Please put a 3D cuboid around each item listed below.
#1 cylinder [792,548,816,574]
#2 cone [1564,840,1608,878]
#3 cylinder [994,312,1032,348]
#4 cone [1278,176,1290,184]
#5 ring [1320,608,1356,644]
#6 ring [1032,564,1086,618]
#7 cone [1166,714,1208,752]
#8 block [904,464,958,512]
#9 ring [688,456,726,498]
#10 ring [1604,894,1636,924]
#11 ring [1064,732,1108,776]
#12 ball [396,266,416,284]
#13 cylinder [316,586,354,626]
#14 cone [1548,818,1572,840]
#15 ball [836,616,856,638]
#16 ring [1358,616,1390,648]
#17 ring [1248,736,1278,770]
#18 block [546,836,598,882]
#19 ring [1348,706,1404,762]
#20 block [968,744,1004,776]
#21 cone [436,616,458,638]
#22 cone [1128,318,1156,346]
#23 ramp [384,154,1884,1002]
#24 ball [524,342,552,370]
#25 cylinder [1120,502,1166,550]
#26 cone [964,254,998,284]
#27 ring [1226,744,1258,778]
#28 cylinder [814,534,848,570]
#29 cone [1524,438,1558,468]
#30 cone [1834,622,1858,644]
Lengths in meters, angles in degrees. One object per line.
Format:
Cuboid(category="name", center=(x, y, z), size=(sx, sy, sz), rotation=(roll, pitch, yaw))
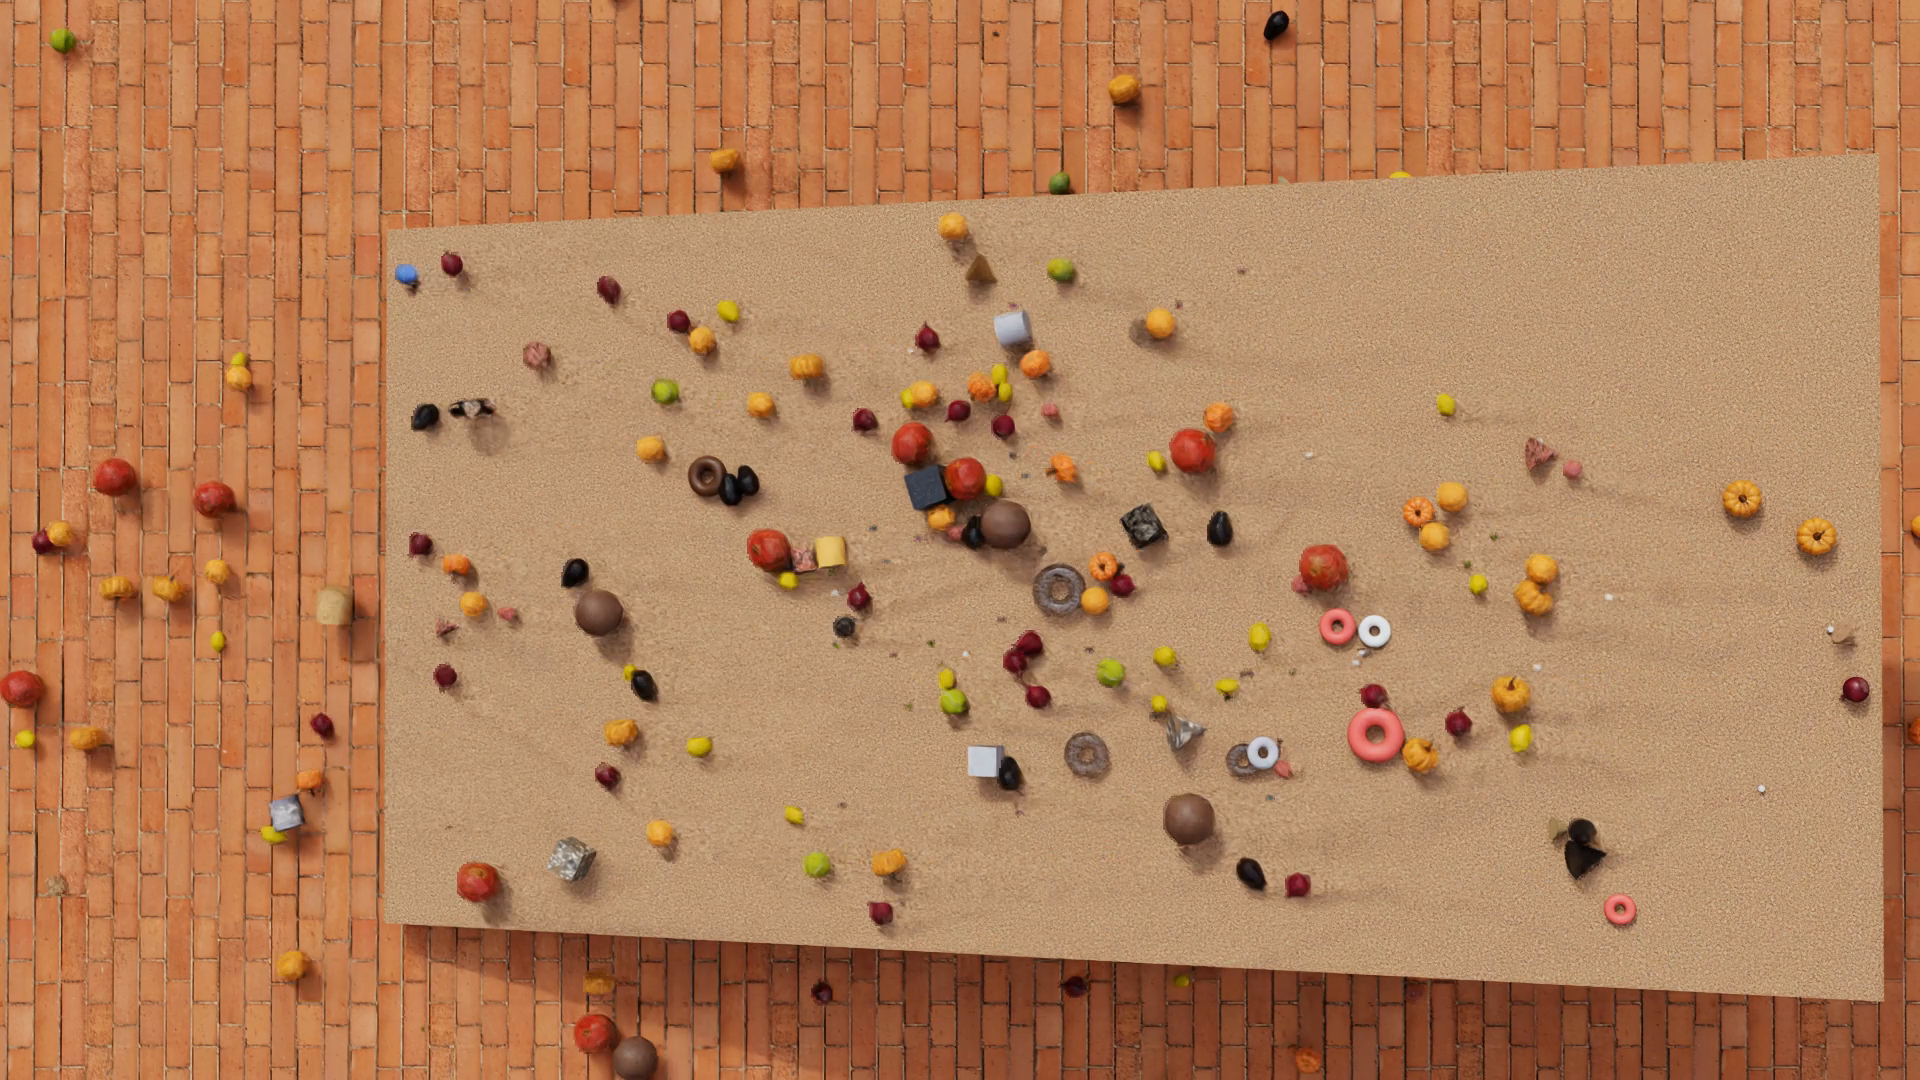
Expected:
Cuboid(category="cylinder", center=(-0.421, 0.056, 5.934), size=(0.062, 0.062, 0.062), rotation=(-7, 84, 0))
Cuboid(category="cone", center=(1.533, 0.769, 5.345), size=(0.092, 0.092, 0.092), rotation=(-8, 89, -10))
Cuboid(category="cylinder", center=(0.141, -0.552, 5.766), size=(0.078, 0.078, 0.078), rotation=(-15, 89, 16))
Cuboid(category="cone", center=(0.937, -1.020, 6.439), size=(0.064, 0.064, 0.064), rotation=(44, 116, 1))
Cuboid(category="ring", center=(0.950, 0.218, 5.535), size=(0.093, 0.031, 0.093), rotation=(-1, 86, 20))
Cuboid(category="ring", center=(0.260, 0.132, 5.737), size=(0.144, 0.048, 0.144), rotation=(0, 90, 16))
Cuboid(category="cone", center=(0.589, 0.489, 5.633), size=(0.099, 0.099, 0.099), rotation=(-5, 89, -10))
Cuboid(category="block", center=(-0.078, -0.138, 5.818), size=(0.095, 0.095, 0.095), rotation=(-19, 84, 16))
Cuboid(category="ring", center=(-0.693, -0.175, 6.034), size=(0.115, 0.038, 0.115), rotation=(-1, 88, 18))
Cuboid(category="ring", center=(1.601, 0.895, 5.331), size=(0.075, 0.025, 0.075), rotation=(-1, 88, 17))
Cuboid(category="ring", center=(0.327, 0.557, 5.714), size=(0.118, 0.039, 0.118), rotation=(0, 91, 17))
Cuboid(category="ball", center=(-1.587, -0.760, 6.305), size=(0.053, 0.053, 0.053), rotation=(0, 89, 0))
Cuboid(category="cylinder", center=(-1.806, 0.190, 6.353), size=(0.098, 0.098, 0.098), rotation=(5, 96, 0))
Cuboid(category="cone", center=(1.473, 0.707, 5.374), size=(0.051, 0.051, 0.051), rotation=(4, 89, -10))
Cuboid(category="ball", center=(-0.308, 0.234, 5.902), size=(0.055, 0.055, 0.055), rotation=(0, 89, 0))
Cuboid(category="ring", center=(1.039, 0.228, 5.510), size=(0.081, 0.027, 0.081), rotation=(0, 90, 17))
Cuboid(category="ring", center=(0.768, 0.540, 5.573), size=(0.084, 0.028, 0.084), rotation=(2, 81, -13))
Cuboid(category="block", center=(-1.079, 0.886, 6.110), size=(0.086, 0.086, 0.086), rotation=(27, 97, 15))
Cuboid(category="ring", center=(1.039, 0.487, 5.496), size=(0.140, 0.047, 0.140), rotation=(0, 90, 17))
Cuboid(category="block", center=(0.068, 0.579, 5.773), size=(0.076, 0.076, 0.076), rotation=(1, 89, 17))
Cuboid(category="cone", center=(-1.458, 0.249, 6.264), size=(0.063, 0.063, 0.063), rotation=(1, 89, -10))
Cuboid(category="cone", center=(0.462, -0.541, 5.671), size=(0.073, 0.073, 0.073), rotation=(0, 89, 17))
Cuboid(category="ramp", center=(0.272, 0.095, 5.810), size=(4.000, 0.100, 2.000), rotation=(0, 89, 17))
Cuboid(category="ball", center=(-1.184, -0.516, 6.168), size=(0.075, 0.075, 0.075), rotation=(0, 89, 0))
Cuboid(category="cylinder", center=(0.471, -0.036, 5.653), size=(0.087, 0.087, 0.087), rotation=(-29, 81, 0))
Cuboid(category="cone", center=(0.067, -0.700, 5.813), size=(0.080, 0.080, 0.080), rotation=(33, 89, -12))
Cuboid(category="ring", center=(0.721, 0.561, 5.600), size=(0.088, 0.029, 0.088), rotation=(0, 90, 16))
Cuboid(category="cylinder", center=(-0.347, 0.032, 5.904), size=(0.078, 0.078, 0.078), rotation=(-16, 102, 0))
Cuboid(category="cone", center=(1.437, -0.212, 5.392), size=(0.076, 0.076, 0.076), rotation=(1, 89, -10))
Cuboid(category="cone", center=(2.102, 0.232, 5.189), size=(0.056, 0.056, 0.056), rotation=(34, 89, -13))
